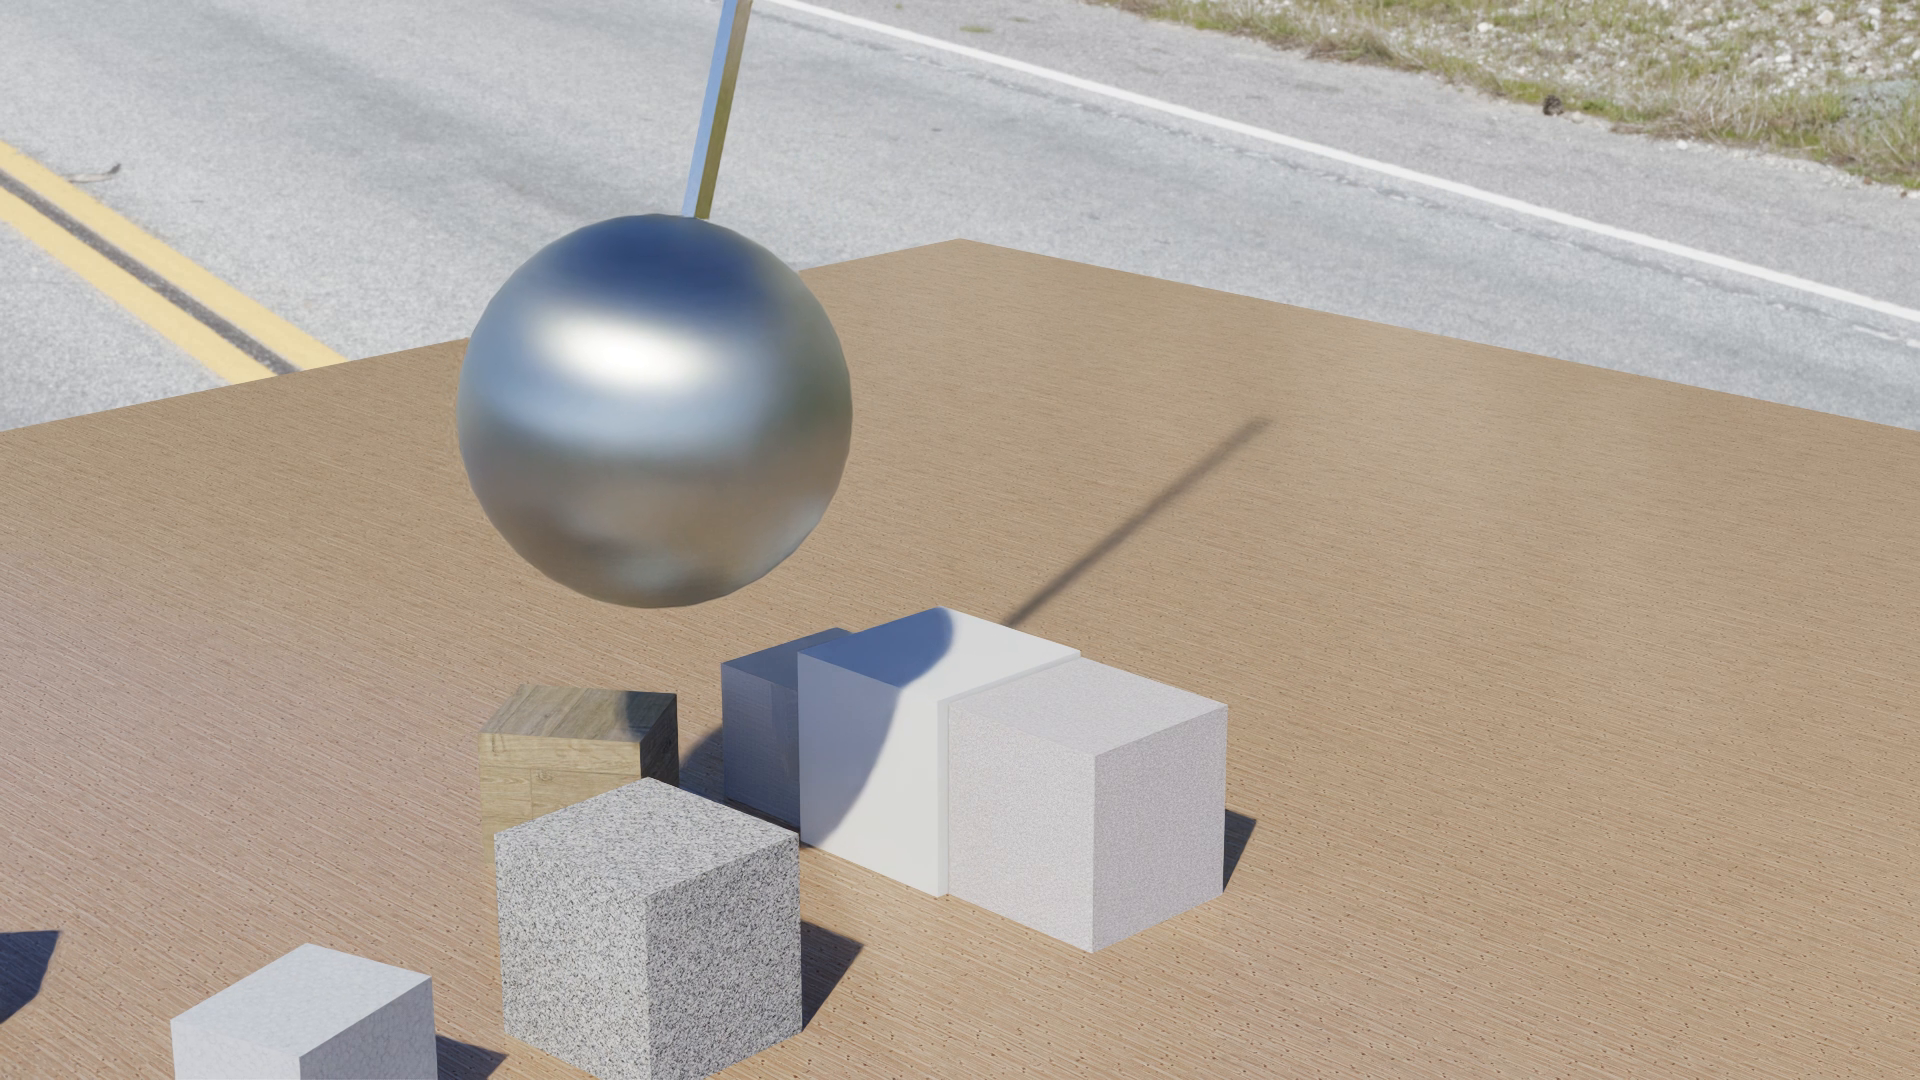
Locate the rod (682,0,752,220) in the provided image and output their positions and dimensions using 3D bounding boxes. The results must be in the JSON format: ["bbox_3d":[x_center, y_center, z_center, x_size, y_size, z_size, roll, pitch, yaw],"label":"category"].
[{"bbox_3d":[-0.534,-3.833,11.577,0.080,5.200,0.080,17,7,42],"label":"rod"}]

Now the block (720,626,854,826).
[{"bbox_3d":[-0.652,0.913,14.293,0.759,0.688,0.663,-17,24,-42],"label":"block"}]

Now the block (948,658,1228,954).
[{"bbox_3d":[0.568,1.164,13.113,0.866,0.916,0.880,-17,24,-42],"label":"block"}]

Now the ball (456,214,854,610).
[{"bbox_3d":[-1.233,-0.520,11.886,1.600,1.600,1.600,0,17,0],"label":"ball"}]

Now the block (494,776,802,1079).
[{"bbox_3d":[-1.251,1.590,11.826,0.896,0.876,0.822,15,23,40],"label":"block"}]

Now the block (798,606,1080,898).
[{"bbox_3d":[-0.097,0.965,13.698,0.918,0.945,0.933,17,24,42],"label":"block"}]

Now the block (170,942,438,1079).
[{"bbox_3d":[-2.426,1.996,10.924,0.606,0.641,0.744,9,20,27],"label":"block"}]

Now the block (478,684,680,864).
[{"bbox_3d":[-1.773,1.111,13.734,0.766,0.646,0.647,3,18,9],"label":"block"}]
